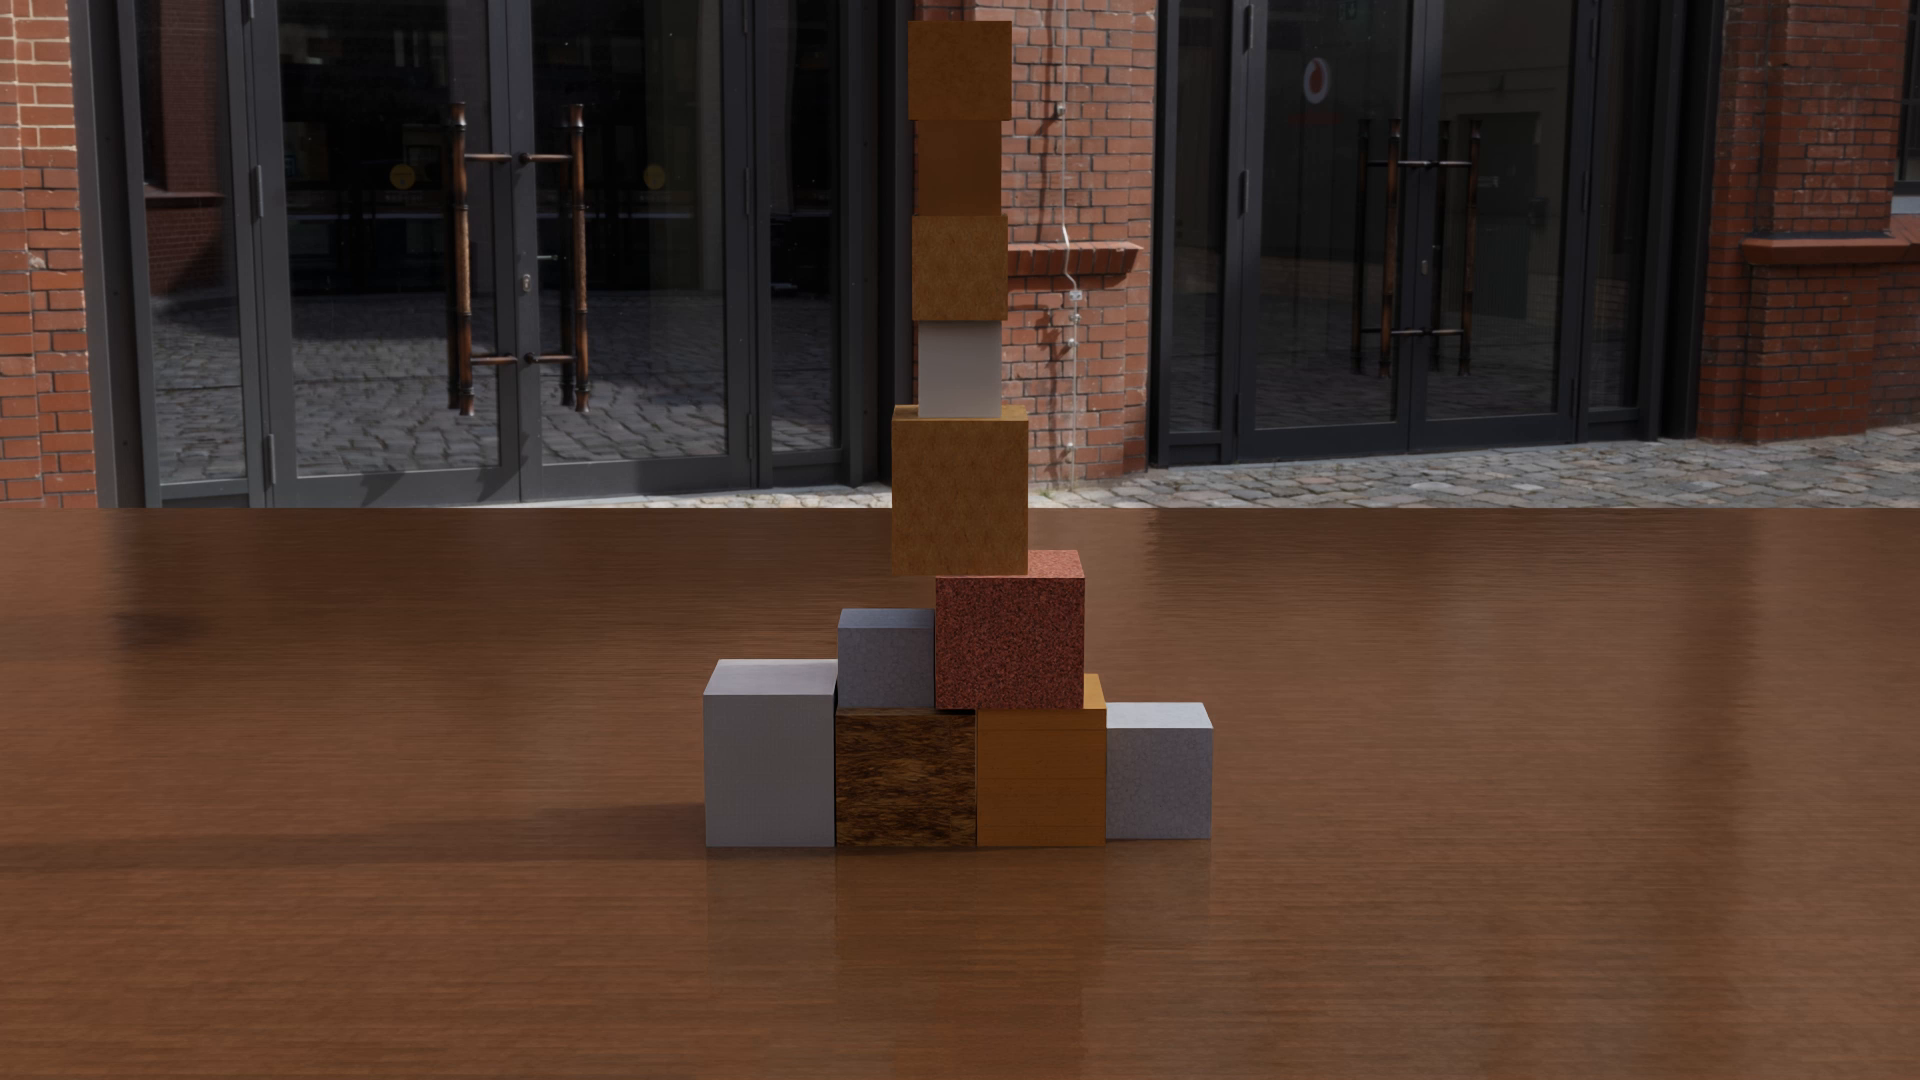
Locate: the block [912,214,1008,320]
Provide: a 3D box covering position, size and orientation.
[{"bbox_3d":[0.000,-1.361,10.916,0.465,0.503,0.470,0,10,0],"label":"block"}]

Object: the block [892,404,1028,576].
[{"bbox_3d":[0.000,-0.264,11.146,0.671,0.770,0.651,0,10,0],"label":"block"}]

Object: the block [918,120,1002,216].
[{"bbox_3d":[0.000,-1.836,10.841,0.400,0.458,0.418,0,10,0],"label":"block"}]

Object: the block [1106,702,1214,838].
[{"bbox_3d":[1.010,1.189,11.404,0.537,0.580,0.513,0,10,0],"label":"block"}]

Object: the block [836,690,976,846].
[{"bbox_3d":[-0.272,1.143,11.382,0.698,0.679,0.739,0,10,0],"label":"block"}]

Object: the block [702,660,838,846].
[{"bbox_3d":[-0.955,1.088,11.375,0.647,0.789,0.761,0,10,0],"label":"block"}]

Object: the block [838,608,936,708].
[{"bbox_3d":[-0.373,0.602,11.307,0.485,0.410,0.461,0,10,0],"label":"block"}]

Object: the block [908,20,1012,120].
[{"bbox_3d":[0.000,-2.294,10.775,0.497,0.465,0.446,0,10,0],"label":"block"}]

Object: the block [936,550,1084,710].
[{"bbox_3d":[0.248,0.446,11.254,0.735,0.665,0.753,0,10,0],"label":"block"}]

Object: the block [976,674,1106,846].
[{"bbox_3d":[0.409,1.126,11.373,0.644,0.715,0.727,0,10,0],"label":"block"}]

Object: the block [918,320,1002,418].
[{"bbox_3d":[0.000,-0.879,11.024,0.409,0.484,0.408,0,10,0],"label":"block"}]
